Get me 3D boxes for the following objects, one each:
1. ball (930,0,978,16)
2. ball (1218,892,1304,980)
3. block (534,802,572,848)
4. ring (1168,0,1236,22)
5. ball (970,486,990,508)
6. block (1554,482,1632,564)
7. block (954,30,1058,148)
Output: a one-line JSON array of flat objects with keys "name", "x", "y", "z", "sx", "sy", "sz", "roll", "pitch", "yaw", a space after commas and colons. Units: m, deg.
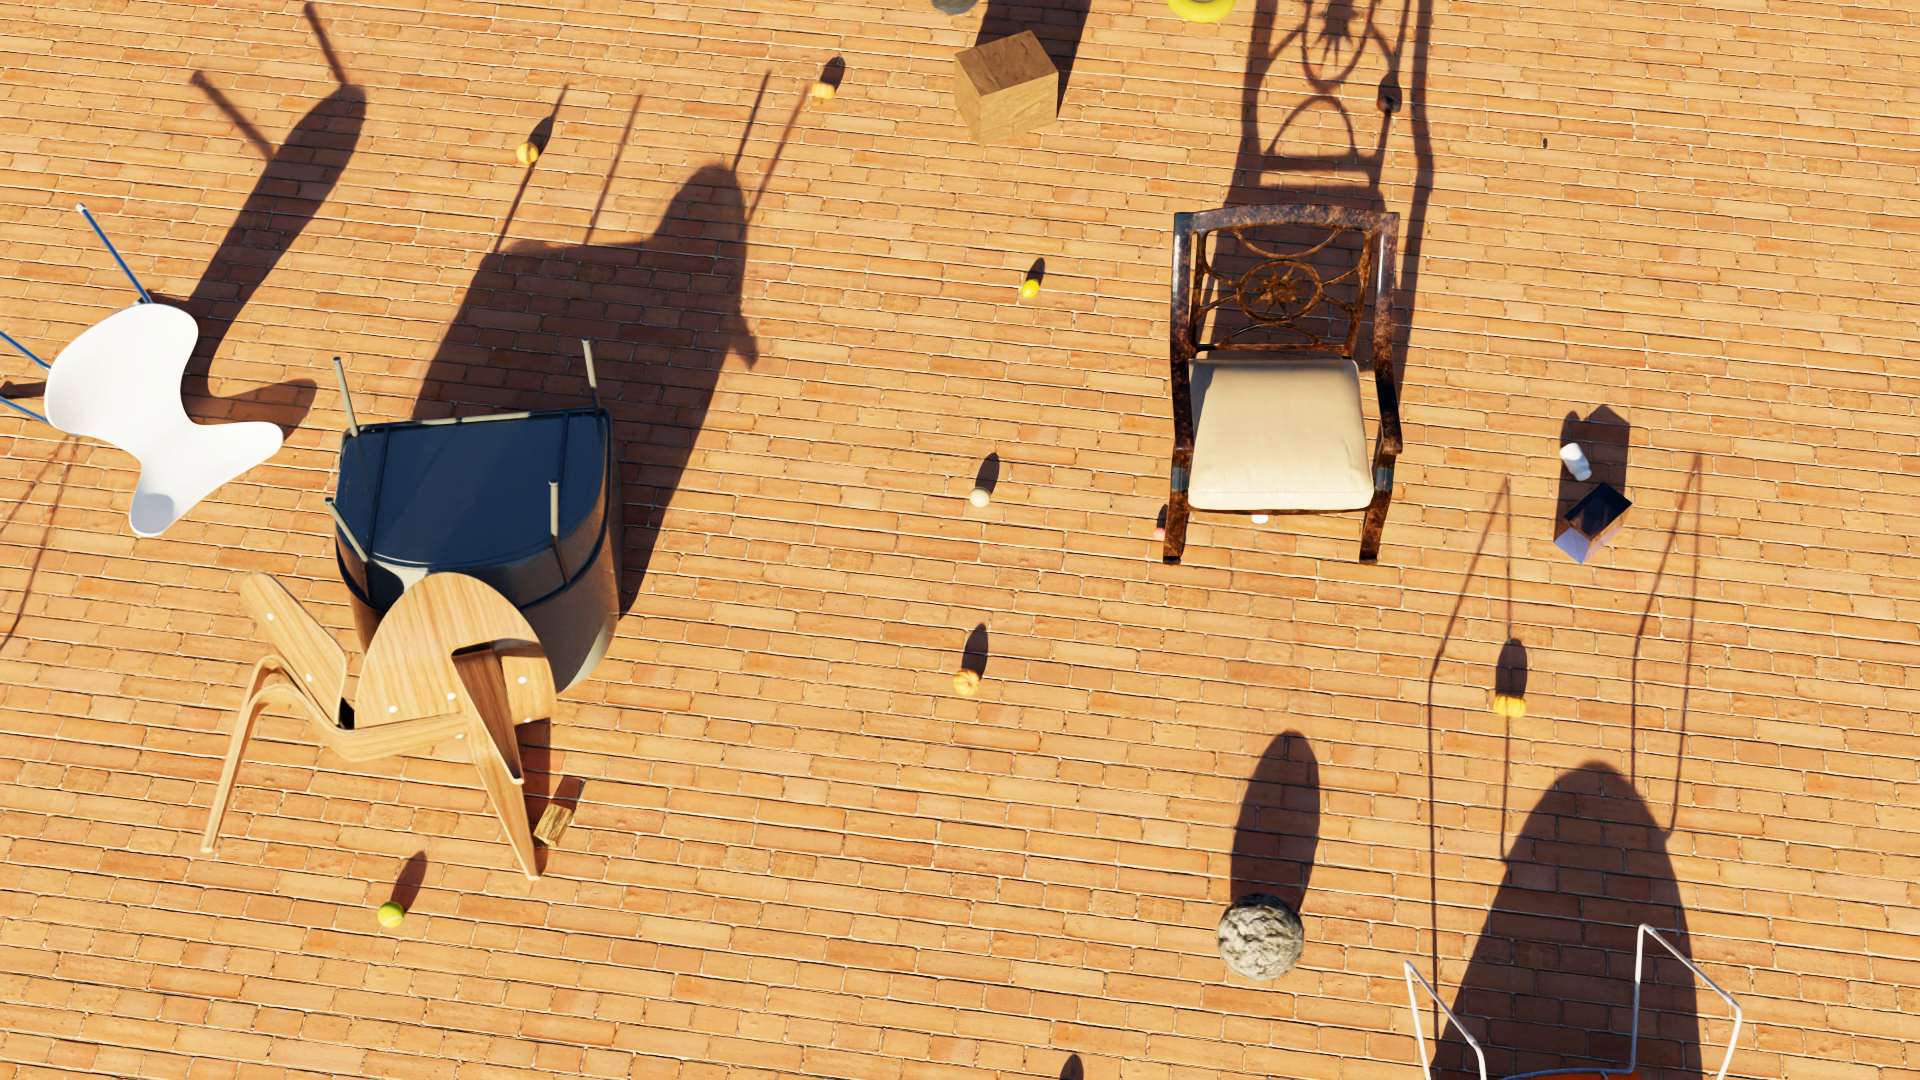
[{"name": "ball", "x": -0.020, "y": -1.955, "z": 7.767, "sx": 0.197, "sy": 0.197, "sz": 0.197, "roll": 0, "pitch": 56, "yaw": 0}, {"name": "ball", "x": 0.786, "y": 1.035, "z": 5.744, "sx": 0.226, "sy": 0.226, "sz": 0.226, "roll": 0, "pitch": 56, "yaw": 0}, {"name": "block", "x": -1.115, "y": 0.781, "z": 6.027, "sx": 0.066, "sy": 0.038, "sz": 0.102, "roll": 16, "pitch": 58, "yaw": 11}, {"name": "ring", "x": 0.859, "y": -1.949, "z": 7.844, "sx": 0.257, "sy": 0.063, "sz": 0.272, "roll": -4, "pitch": 57, "yaw": -4}, {"name": "ball", "x": 0.061, "y": -0.130, "z": 6.622, "sx": 0.064, "sy": 0.064, "sz": 0.064, "roll": 0, "pitch": 56, "yaw": 0}, {"name": "block", "x": 1.877, "y": -0.050, "z": 6.525, "sx": 0.189, "sy": 0.136, "sz": 0.109, "roll": -37, "pitch": 64, "yaw": -22}, {"name": "block", "x": 0.155, "y": -1.531, "z": 7.458, "sx": 0.284, "sy": 0.238, "sz": 0.220, "roll": -20, "pitch": 58, "yaw": -13}]
